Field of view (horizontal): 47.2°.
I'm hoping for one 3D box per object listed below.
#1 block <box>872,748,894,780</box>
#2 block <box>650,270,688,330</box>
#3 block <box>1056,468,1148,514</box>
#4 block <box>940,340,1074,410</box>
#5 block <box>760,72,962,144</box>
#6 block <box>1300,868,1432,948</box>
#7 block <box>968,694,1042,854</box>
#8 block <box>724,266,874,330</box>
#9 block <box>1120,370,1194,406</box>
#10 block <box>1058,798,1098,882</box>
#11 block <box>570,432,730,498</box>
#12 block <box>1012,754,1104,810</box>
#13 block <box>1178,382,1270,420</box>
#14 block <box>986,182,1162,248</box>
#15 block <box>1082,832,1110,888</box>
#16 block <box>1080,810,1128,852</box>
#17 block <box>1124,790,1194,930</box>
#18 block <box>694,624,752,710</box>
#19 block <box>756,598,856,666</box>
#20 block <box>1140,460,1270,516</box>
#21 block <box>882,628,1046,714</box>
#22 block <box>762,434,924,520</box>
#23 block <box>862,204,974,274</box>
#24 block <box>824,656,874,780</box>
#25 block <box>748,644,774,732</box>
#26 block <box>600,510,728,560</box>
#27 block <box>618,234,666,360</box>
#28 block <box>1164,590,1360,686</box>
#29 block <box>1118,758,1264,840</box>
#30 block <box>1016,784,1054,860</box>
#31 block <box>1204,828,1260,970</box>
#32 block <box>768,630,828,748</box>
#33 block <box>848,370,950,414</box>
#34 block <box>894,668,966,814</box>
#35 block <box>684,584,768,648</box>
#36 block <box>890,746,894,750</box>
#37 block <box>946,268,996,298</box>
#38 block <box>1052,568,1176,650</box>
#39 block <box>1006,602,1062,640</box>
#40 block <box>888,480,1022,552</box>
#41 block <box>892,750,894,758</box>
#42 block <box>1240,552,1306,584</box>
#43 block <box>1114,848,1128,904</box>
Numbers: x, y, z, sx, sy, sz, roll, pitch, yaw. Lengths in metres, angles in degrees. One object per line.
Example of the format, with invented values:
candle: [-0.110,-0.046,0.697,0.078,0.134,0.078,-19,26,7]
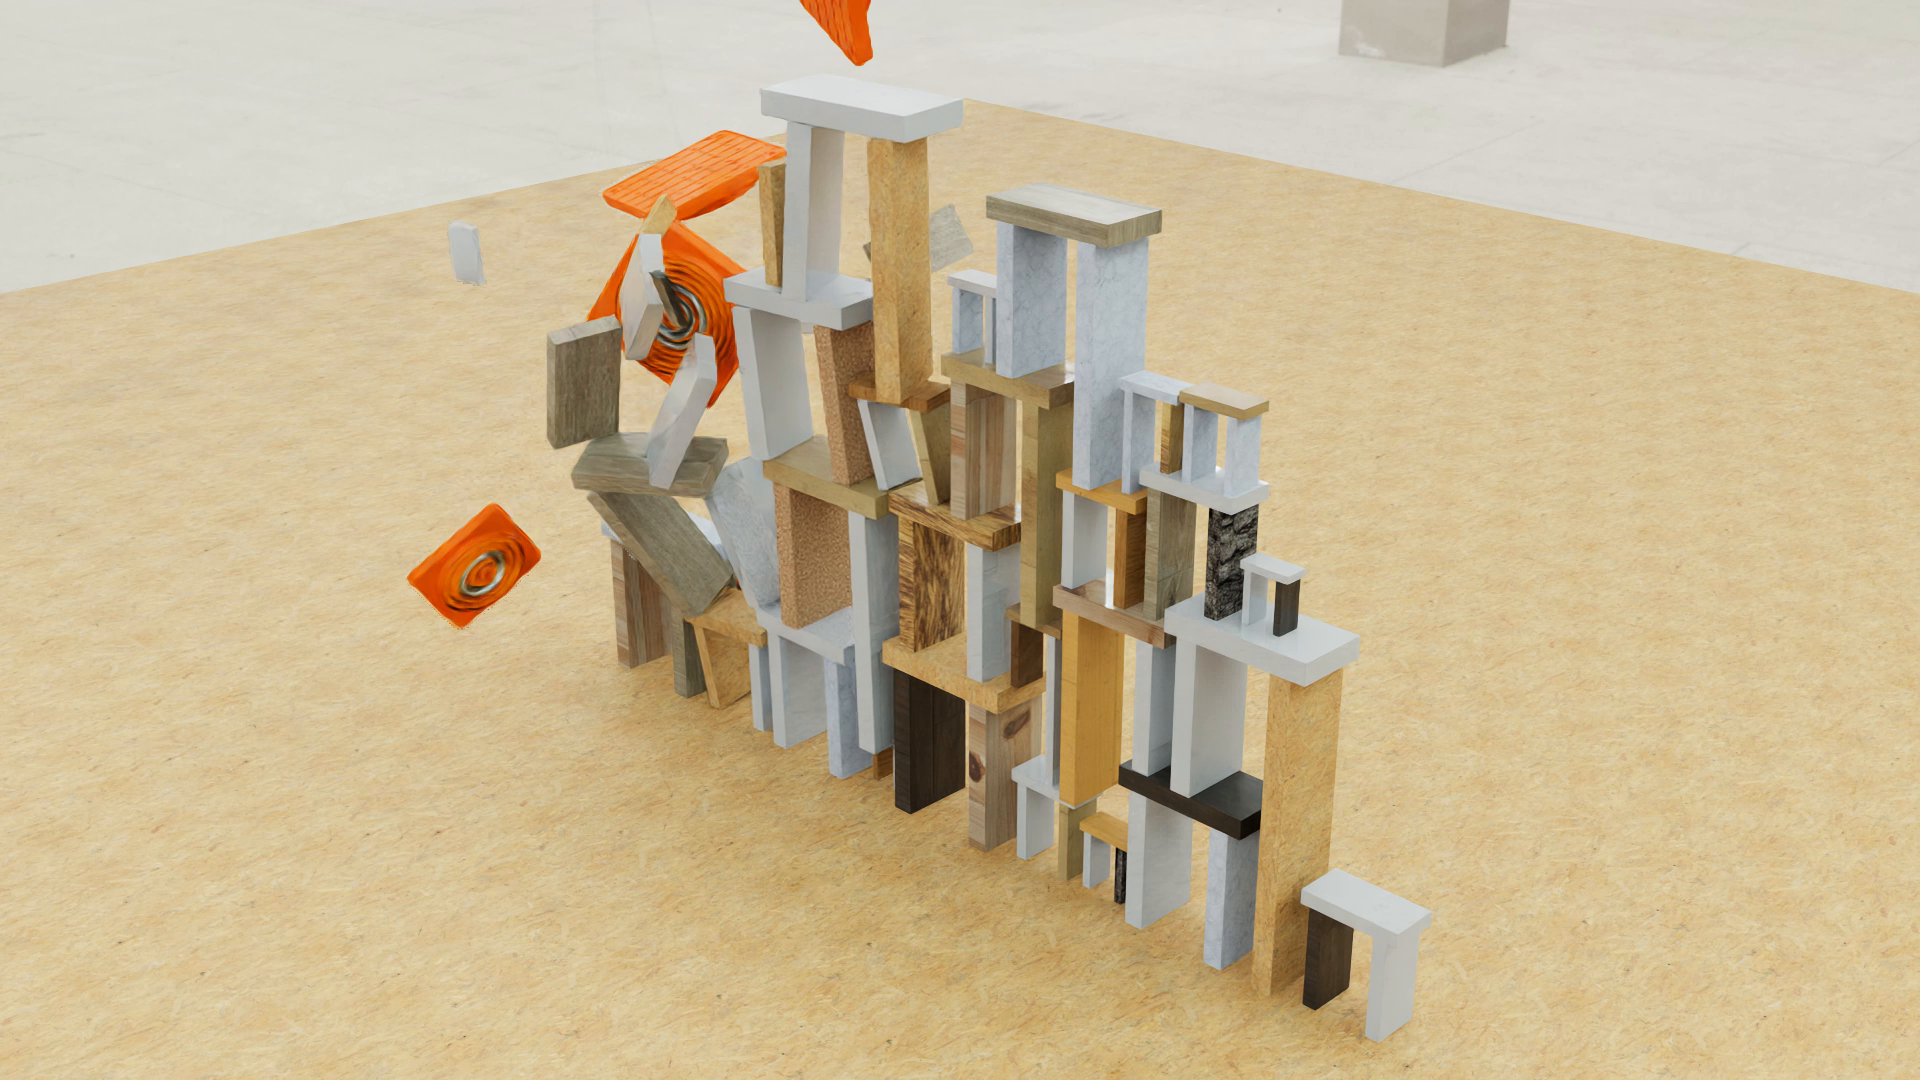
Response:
block: [-0.160,0.450,4.582,0.013,0.092,0.046,21,31,40]
block: [-0.521,-0.430,3.937,0.015,0.104,0.052,-30,31,-18]
block: [0.270,-0.094,3.888,0.186,0.026,0.093,21,31,40]
block: [0.108,-0.302,3.984,0.136,0.039,0.272,-21,31,-41]
block: [-0.181,-0.792,4.022,0.340,0.048,0.170,18,30,33]
block: [0.691,0.625,3.744,0.198,0.028,0.099,21,31,41]
block: [0.089,0.440,4.318,0.045,0.317,0.158,21,31,41]
block: [-0.292,-0.477,4.269,0.313,0.044,0.157,18,30,36]
block: [0.340,-0.259,3.741,0.063,0.018,0.127,-21,31,-40]
block: [0.225,0.565,4.220,0.023,0.164,0.082,21,31,41]
block: [-0.646,-0.159,4.583,0.296,0.042,0.148,4,42,16]
block: [0.187,0.464,4.219,0.164,0.023,0.082,21,31,41]
block: [0.438,-0.231,3.650,0.136,0.019,0.068,21,31,41]
block: [0.194,-0.560,3.775,0.280,0.040,0.140,21,31,40]
block: [0.262,0.600,4.194,0.017,0.119,0.059,21,31,41]
block: [0.290,0.549,4.142,0.119,0.017,0.059,21,31,41]
block: [0.370,0.567,4.067,0.040,0.280,0.140,21,31,41]
block: [-0.516,0.249,4.857,0.033,0.230,0.115,22,42,40]
block: [-0.282,0.177,4.577,0.139,0.039,0.277,-23,32,-39]
block: [0.415,-0.096,3.740,0.201,0.028,0.100,21,31,41]
block: [0.014,0.245,4.316,0.317,0.045,0.158,21,31,41]
block: [-0.225,-0.128,4.370,0.320,0.045,0.160,21,33,39]
block: [-0.088,-0.629,4.755,0.235,0.117,0.033,-30,8,-30]
block: [-0.212,0.347,4.581,0.139,0.277,0.039,-23,32,-39]
block: [-0.399,0.291,4.768,0.115,0.230,0.033,-26,37,-38]
block: [-0.645,-0.012,4.925,0.315,0.045,0.158,21,31,41]
block: [-0.630,-0.479,4.365,0.041,0.145,0.291,-4,-16,-18]
block: [0.512,0.159,3.743,0.301,0.043,0.150,21,31,41]
block: [0.436,0.445,3.943,0.280,0.040,0.140,21,31,41]
block: [0.148,0.535,4.291,0.023,0.164,0.082,21,31,41]
block: [0.502,0.618,3.945,0.040,0.280,0.140,21,31,41]
block: [-0.339,0.295,4.705,0.139,0.277,0.039,-23,32,-39]
block: [-0.112,-0.283,4.180,0.182,0.026,0.091,14,28,31]
block: [-0.060,0.382,4.455,0.045,0.317,0.158,21,31,41]
block: [-0.474,0.161,4.734,0.230,0.033,0.115,16,38,35]
block: [-0.139,0.409,4.542,0.092,0.013,0.046,21,33,39]
block: [0.043,-0.463,3.971,0.125,0.018,0.063,21,31,40]
block: [0.308,0.119,3.944,0.262,0.037,0.131,21,31,41]
block: [0.160,0.146,4.110,0.069,0.020,0.139,-21,31,-41]
block: [0.011,-0.053,4.193,0.140,0.040,0.280,-21,31,-41]
block: [-0.117,0.467,4.542,0.013,0.092,0.046,21,31,41]
block: [0.524,0.047,3.681,0.099,0.014,0.049,21,31,41]
block: [0.318,0.622,4.143,0.017,0.119,0.059,21,31,41]
